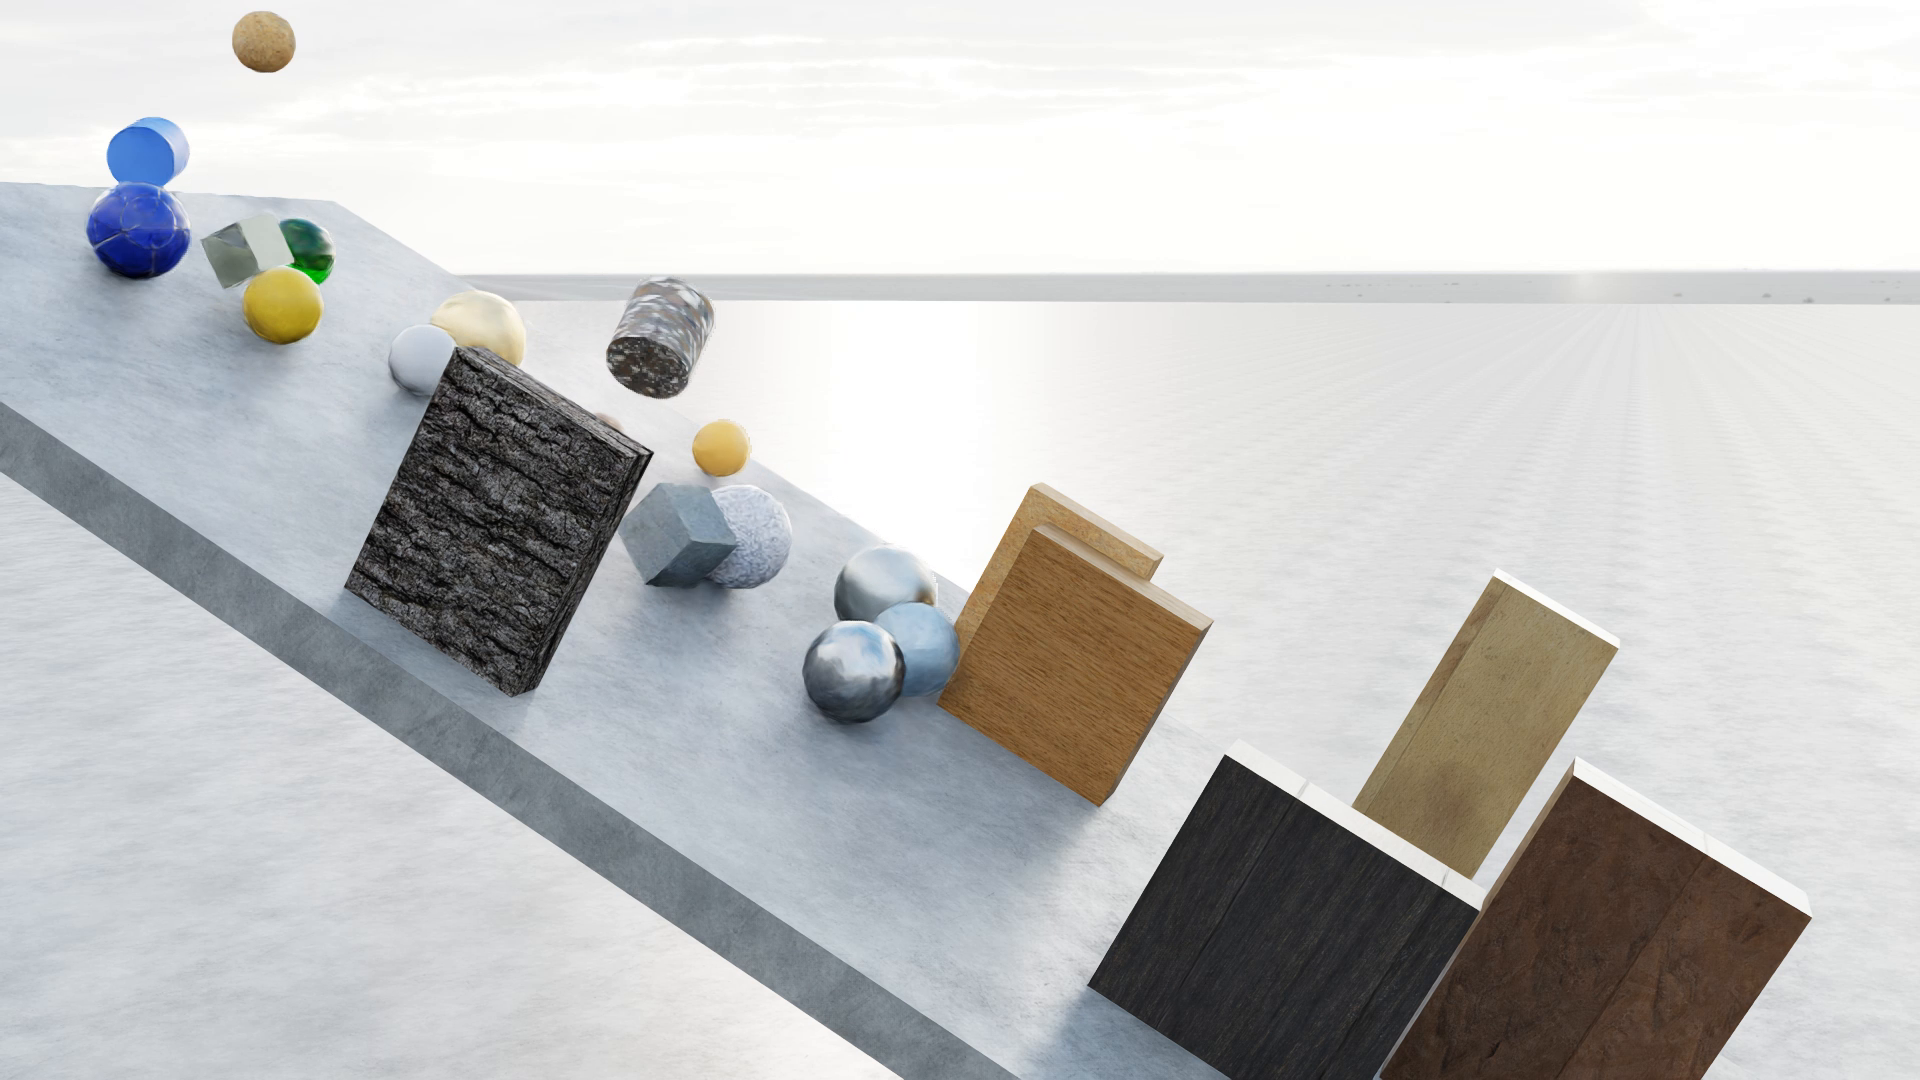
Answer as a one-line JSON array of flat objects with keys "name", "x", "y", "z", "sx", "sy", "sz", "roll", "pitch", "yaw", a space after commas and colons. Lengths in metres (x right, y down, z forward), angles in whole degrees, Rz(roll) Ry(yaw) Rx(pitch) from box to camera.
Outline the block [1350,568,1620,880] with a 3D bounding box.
[{"name": "block", "x": 1.041, "y": 0.433, "z": 4.513, "sx": 0.281, "sy": 0.698, "sz": 0.118, "roll": 31, "pitch": 14, "yaw": 11}]

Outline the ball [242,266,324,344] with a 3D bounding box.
[{"name": "ball", "x": -1.315, "y": -0.455, "z": 4.271, "sx": 0.151, "sy": 0.151, "sz": 0.151, "roll": 0, "pitch": 7, "yaw": 0}]

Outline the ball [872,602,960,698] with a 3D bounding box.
[{"name": "ball", "x": -0.092, "y": 0.210, "z": 4.203, "sx": 0.182, "sy": 0.182, "sz": 0.182, "roll": 0, "pitch": 7, "yaw": 0}]

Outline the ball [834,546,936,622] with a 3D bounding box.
[{"name": "ball", "x": -0.150, "y": 0.113, "z": 4.386, "sx": 0.206, "sy": 0.206, "sz": 0.206, "roll": 0, "pitch": 7, "yaw": 0}]

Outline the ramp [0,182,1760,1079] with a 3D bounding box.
[{"name": "ramp", "x": -0.202, "y": 0.334, "z": 4.137, "sx": 4.000, "sy": 0.100, "sz": 2.000, "roll": 31, "pitch": 14, "yaw": 11}]

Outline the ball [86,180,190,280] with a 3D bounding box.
[{"name": "ball", "x": -1.567, "y": -0.592, "z": 4.196, "sx": 0.187, "sy": 0.187, "sz": 0.187, "roll": 0, "pitch": 7, "yaw": 0}]

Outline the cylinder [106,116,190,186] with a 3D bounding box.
[{"name": "cylinder", "x": -1.615, "y": -0.769, "z": 4.378, "sx": 0.130, "sy": 0.130, "sz": 0.130, "roll": -1, "pitch": 21, "yaw": -4}]

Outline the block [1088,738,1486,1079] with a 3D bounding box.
[{"name": "block", "x": 0.500, "y": 0.615, "z": 3.394, "sx": 0.438, "sy": 0.437, "sz": 0.118, "roll": 31, "pitch": 14, "yaw": 11}]

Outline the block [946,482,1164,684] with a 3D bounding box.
[{"name": "block", "x": 0.171, "y": 0.148, "z": 4.395, "sx": 0.288, "sy": 0.437, "sz": 0.093, "roll": 31, "pitch": 14, "yaw": 11}]

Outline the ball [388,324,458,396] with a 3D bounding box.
[{"name": "ball", "x": -1.075, "y": -0.362, "z": 4.416, "sx": 0.143, "sy": 0.143, "sz": 0.143, "roll": 0, "pitch": 7, "yaw": 0}]

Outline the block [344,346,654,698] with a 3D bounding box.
[{"name": "block", "x": -0.710, "y": -0.030, "z": 3.373, "sx": 0.327, "sy": 0.426, "sz": 0.085, "roll": 31, "pitch": 14, "yaw": 11}]

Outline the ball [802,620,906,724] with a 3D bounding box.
[{"name": "ball", "x": -0.189, "y": 0.235, "z": 3.929, "sx": 0.184, "sy": 0.184, "sz": 0.184, "roll": 0, "pitch": 7, "yaw": 0}]

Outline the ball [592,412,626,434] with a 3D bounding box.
[{"name": "ball", "x": -0.747, "y": -0.203, "z": 4.522, "sx": 0.123, "sy": 0.123, "sz": 0.123, "roll": 0, "pitch": 7, "yaw": 0}]

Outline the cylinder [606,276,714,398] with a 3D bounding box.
[{"name": "cylinder", "x": -0.608, "y": -0.411, "z": 4.466, "sx": 0.175, "sy": 0.175, "sz": 0.175, "roll": 2, "pitch": 49, "yaw": 18}]

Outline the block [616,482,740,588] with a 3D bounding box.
[{"name": "block", "x": -0.532, "y": -0.008, "z": 4.137, "sx": 0.137, "sy": 0.137, "sz": 0.137, "roll": -41, "pitch": -24, "yaw": 24}]

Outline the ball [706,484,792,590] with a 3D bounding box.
[{"name": "ball", "x": -0.428, "y": -0.006, "z": 4.273, "sx": 0.205, "sy": 0.205, "sz": 0.205, "roll": 0, "pitch": 7, "yaw": 0}]

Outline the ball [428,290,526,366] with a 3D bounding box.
[{"name": "ball", "x": -1.012, "y": -0.419, "z": 4.606, "sx": 0.206, "sy": 0.206, "sz": 0.206, "roll": 0, "pitch": 7, "yaw": 0}]

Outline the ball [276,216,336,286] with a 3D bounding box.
[{"name": "ball", "x": -1.391, "y": -0.599, "z": 4.611, "sx": 0.158, "sy": 0.158, "sz": 0.158, "roll": 0, "pitch": 7, "yaw": 0}]

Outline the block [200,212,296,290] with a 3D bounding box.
[{"name": "block", "x": -1.420, "y": -0.577, "z": 4.385, "sx": 0.107, "sy": 0.107, "sz": 0.107, "roll": -19, "pitch": 9, "yaw": 26}]

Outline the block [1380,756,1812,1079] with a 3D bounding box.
[{"name": "block", "x": 1.039, "y": 0.737, "z": 3.630, "sx": 0.420, "sy": 0.613, "sz": 0.146, "roll": 31, "pitch": 14, "yaw": 11}]

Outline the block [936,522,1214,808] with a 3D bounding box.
[{"name": "block", "x": 0.221, "y": 0.237, "z": 4.251, "sx": 0.374, "sy": 0.401, "sz": 0.127, "roll": 31, "pitch": 14, "yaw": 11}]

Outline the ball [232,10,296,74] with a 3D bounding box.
[{"name": "ball", "x": -1.515, "y": -1.084, "z": 4.786, "sx": 0.134, "sy": 0.134, "sz": 0.134, "roll": 0, "pitch": 7, "yaw": 0}]

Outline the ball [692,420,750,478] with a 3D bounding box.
[{"name": "ball", "x": -0.535, "y": -0.204, "z": 4.918, "sx": 0.127, "sy": 0.127, "sz": 0.127, "roll": 0, "pitch": 7, "yaw": 0}]
